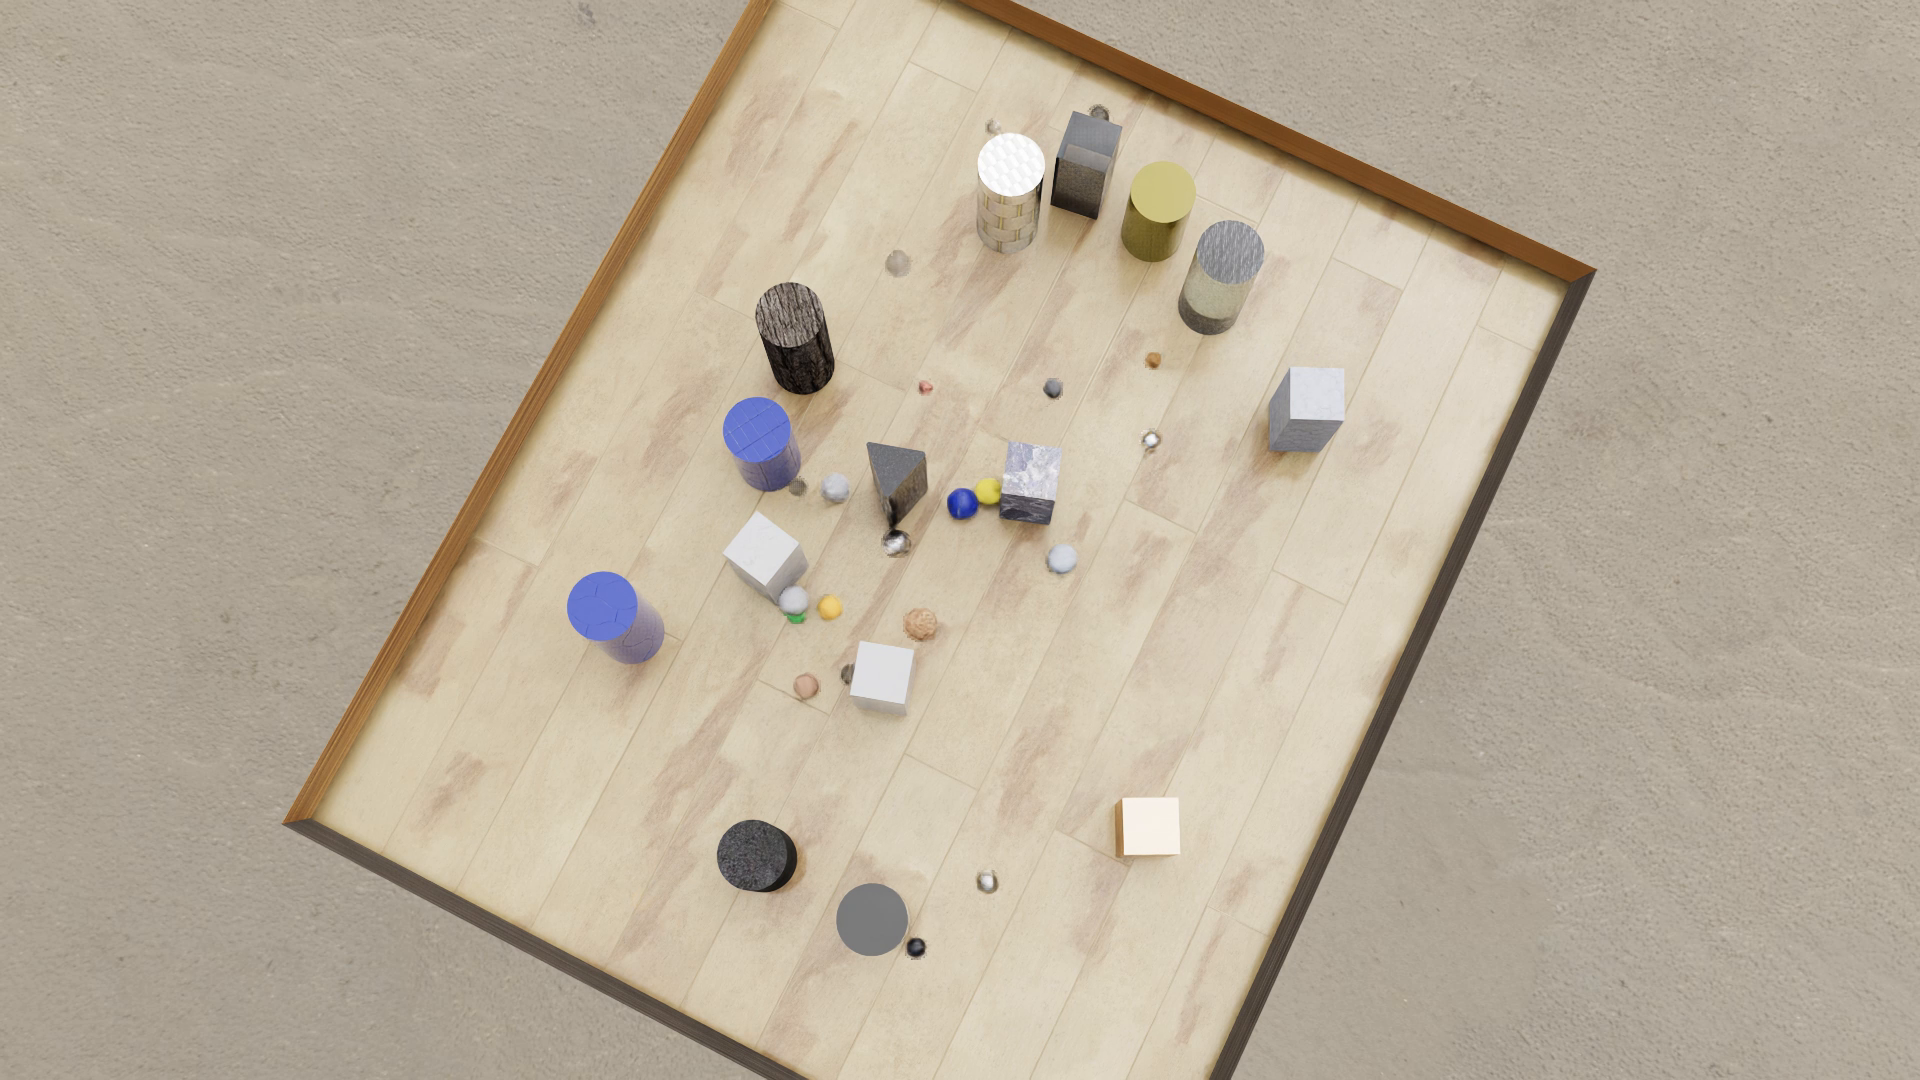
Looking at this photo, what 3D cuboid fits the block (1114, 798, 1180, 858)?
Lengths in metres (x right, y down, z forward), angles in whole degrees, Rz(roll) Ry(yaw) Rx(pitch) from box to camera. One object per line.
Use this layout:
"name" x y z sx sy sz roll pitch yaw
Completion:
"block" 0.539 0.834 5.301 0.157 0.279 0.157 -1 78 0

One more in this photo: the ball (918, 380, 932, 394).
"ball" -0.107 -0.476 5.693 0.043 0.043 0.043 0 78 0

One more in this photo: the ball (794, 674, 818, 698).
"ball" -0.461 0.437 5.487 0.076 0.076 0.076 0 78 0

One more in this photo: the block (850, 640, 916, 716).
"block" -0.222 0.409 5.368 0.157 0.321 0.157 10 78 2

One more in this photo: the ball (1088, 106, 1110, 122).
"ball" 0.444 -1.352 5.862 0.067 0.067 0.067 0 78 0

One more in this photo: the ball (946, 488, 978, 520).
"ball" 0.007 -0.112 5.590 0.097 0.097 0.097 0 78 0

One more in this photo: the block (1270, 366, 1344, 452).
"block" 1.039 -0.388 5.507 0.157 0.371 0.157 2 78 0

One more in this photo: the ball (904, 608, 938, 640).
"ball" -0.117 0.251 5.514 0.098 0.098 0.098 0 78 0

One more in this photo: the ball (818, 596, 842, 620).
"ball" -0.395 0.206 5.537 0.072 0.072 0.072 0 78 0

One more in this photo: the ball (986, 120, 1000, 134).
"ball" 0.107 -1.320 5.868 0.044 0.044 0.044 0 78 0

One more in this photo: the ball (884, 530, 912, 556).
"ball" -0.190 0.009 5.572 0.084 0.084 0.084 0 78 0

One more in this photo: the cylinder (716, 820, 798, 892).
"cylinder" -0.579 0.910 5.262 0.196 0.325 0.196 0 78 0

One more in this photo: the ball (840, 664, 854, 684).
"ball" -0.329 0.404 5.502 0.061 0.061 0.061 0 78 0

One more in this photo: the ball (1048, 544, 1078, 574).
"ball" 0.311 0.057 5.559 0.091 0.091 0.091 0 78 0

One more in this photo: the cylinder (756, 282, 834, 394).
"cylinder" -0.490 -0.598 5.493 0.196 0.484 0.196 0 78 0

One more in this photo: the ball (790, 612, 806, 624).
"ball" -0.492 0.228 5.545 0.047 0.047 0.047 0 78 0

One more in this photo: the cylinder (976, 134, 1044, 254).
"cylinder" 0.150 -1.051 5.594 0.196 0.471 0.196 0 78 0

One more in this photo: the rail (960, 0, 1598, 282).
"rail" 0.723 -1.409 5.842 2.765 0.128 0.045 26 80 5

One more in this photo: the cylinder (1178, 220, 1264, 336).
"cylinder" 0.784 -0.786 5.538 0.196 0.472 0.196 0 78 0

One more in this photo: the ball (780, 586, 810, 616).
"ball" -0.496 0.182 5.493 0.090 0.090 0.090 0 78 0

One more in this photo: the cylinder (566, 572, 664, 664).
"cylinder" -0.994 0.232 5.324 0.196 0.478 0.196 0 78 0

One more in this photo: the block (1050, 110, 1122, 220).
"block" 0.387 -1.153 5.663 0.157 0.376 0.157 19 79 4

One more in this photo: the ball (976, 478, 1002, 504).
"ball" 0.088 -0.149 5.604 0.083 0.083 0.083 0 78 0

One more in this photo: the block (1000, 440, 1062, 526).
"block" 0.208 -0.167 5.477 0.157 0.340 0.157 8 78 2

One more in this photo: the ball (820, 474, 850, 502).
"ball" -0.382 -0.159 5.603 0.092 0.092 0.092 0 78 0

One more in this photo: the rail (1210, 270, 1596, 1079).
"rail" 1.215 0.602 5.426 0.045 0.128 3.279 26 80 5

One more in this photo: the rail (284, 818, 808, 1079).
"rail" -0.723 1.422 5.256 2.765 0.128 0.045 26 80 5

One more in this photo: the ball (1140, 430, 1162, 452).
"ball" 0.588 -0.305 5.648 0.063 0.063 0.063 0 78 0

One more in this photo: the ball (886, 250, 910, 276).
"ball" -0.194 -0.870 5.757 0.078 0.078 0.078 0 78 0

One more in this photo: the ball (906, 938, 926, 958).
"ball" -0.128 1.187 5.341 0.059 0.059 0.059 0 78 0

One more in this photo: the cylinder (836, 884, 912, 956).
"cylinder" -0.240 1.076 5.194 0.196 0.391 0.196 0 78 0

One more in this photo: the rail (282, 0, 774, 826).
"rail" -1.215 -0.588 5.672 0.045 0.128 3.279 26 80 5

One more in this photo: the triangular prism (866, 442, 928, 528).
"triangular prism" -0.209 -0.187 5.432 0.147 0.437 0.170 40 81 8

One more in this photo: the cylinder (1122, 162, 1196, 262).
"cylinder" 0.610 -1.009 5.654 0.196 0.336 0.196 0 78 0

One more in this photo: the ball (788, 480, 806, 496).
"ball" -0.498 -0.160 5.622 0.054 0.054 0.054 0 78 0

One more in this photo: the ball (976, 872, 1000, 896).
"ball" 0.081 1.006 5.373 0.068 0.068 0.068 0 78 0

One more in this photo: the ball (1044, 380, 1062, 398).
"ball" 0.288 -0.469 5.685 0.056 0.056 0.056 0 78 0

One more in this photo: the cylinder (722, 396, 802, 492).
"cylinder" -0.589 -0.282 5.486 0.196 0.369 0.196 0 78 0

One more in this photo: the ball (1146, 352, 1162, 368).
"ball" 0.604 -0.562 5.707 0.050 0.050 0.050 0 78 0

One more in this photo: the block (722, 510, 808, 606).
"block" -0.570 0.059 5.423 0.157 0.355 0.157 37 81 7
